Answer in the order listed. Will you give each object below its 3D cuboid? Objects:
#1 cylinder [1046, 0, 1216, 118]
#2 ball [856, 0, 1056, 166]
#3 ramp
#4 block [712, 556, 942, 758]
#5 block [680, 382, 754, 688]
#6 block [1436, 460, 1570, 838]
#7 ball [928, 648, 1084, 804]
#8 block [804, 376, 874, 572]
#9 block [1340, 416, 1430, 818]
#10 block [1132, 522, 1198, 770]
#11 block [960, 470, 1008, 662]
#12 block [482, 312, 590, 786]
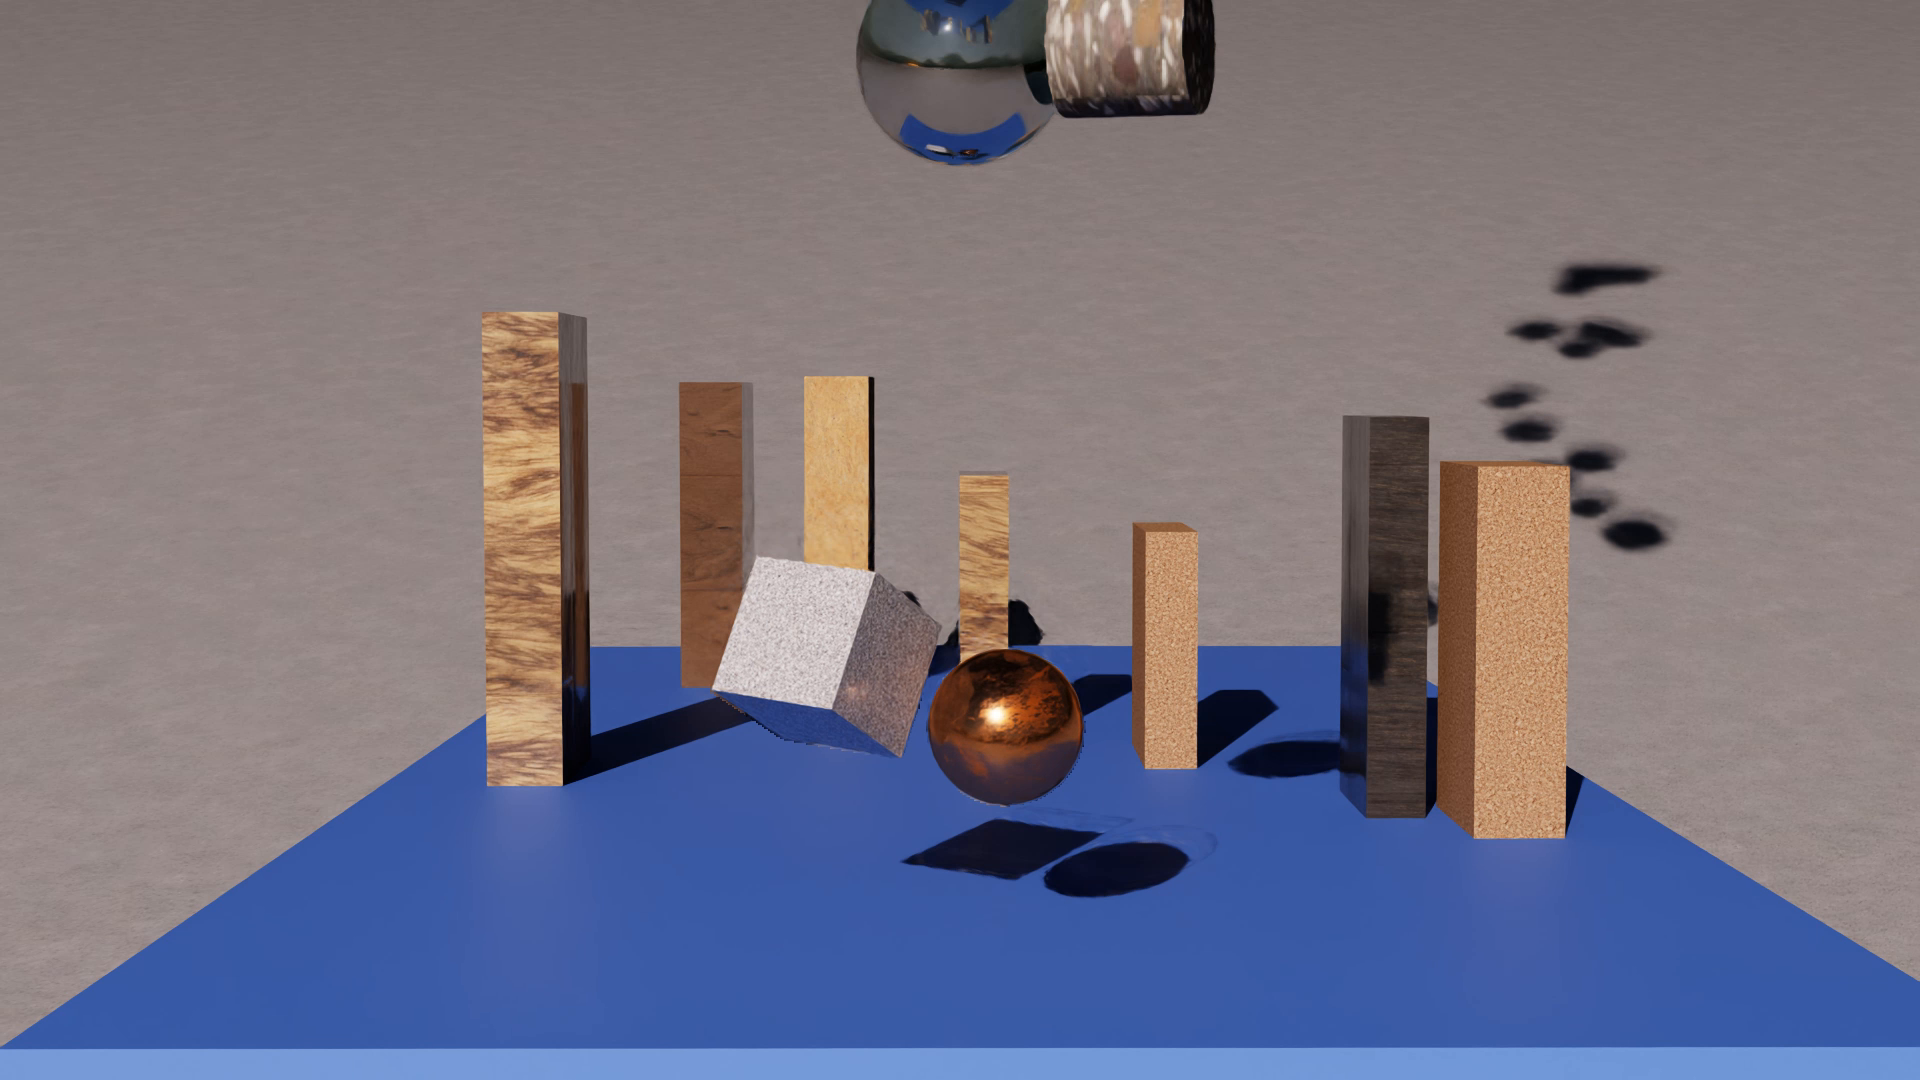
[{"bbox_3d":[0.161,-0.462,2.405,0.130,0.130,0.130,2,20,19],"label":"cylinder"},{"bbox_3d":[0.002,-0.462,2.462,0.206,0.206,0.206,0,21,0],"label":"ball"},{"bbox_3d":[0.048,0.435,4.532,2.000,0.100,4.000,0,3,0],"label":"ramp"},{"bbox_3d":[-0.148,0.133,2.901,0.162,0.162,0.162,7,-20,31],"label":"block"},{"bbox_3d":[-0.542,-0.019,5.755,0.136,0.666,0.313,0,3,0],"label":"block"},{"bbox_3d":[0.809,0.155,3.846,0.132,0.538,0.289,0,3,0],"label":"block"},{"bbox_3d":[0.052,0.212,2.917,0.177,0.177,0.177,0,21,0],"label":"ball"},{"bbox_3d":[-0.259,-0.015,5.590,0.134,0.678,0.400,0,3,0],"label":"block"},{"bbox_3d":[0.660,0.111,4.011,0.090,0.607,0.271,0,3,0],"label":"block"},{"bbox_3d":[0.361,0.180,4.553,0.089,0.407,0.324,0,3,0],"label":"block"},{"bbox_3d":[0.042,0.127,4.687,0.087,0.498,0.274,0,3,0],"label":"block"},{"bbox_3d":[-0.715,0.007,4.358,0.124,0.775,0.327,0,3,0],"label":"block"}]
